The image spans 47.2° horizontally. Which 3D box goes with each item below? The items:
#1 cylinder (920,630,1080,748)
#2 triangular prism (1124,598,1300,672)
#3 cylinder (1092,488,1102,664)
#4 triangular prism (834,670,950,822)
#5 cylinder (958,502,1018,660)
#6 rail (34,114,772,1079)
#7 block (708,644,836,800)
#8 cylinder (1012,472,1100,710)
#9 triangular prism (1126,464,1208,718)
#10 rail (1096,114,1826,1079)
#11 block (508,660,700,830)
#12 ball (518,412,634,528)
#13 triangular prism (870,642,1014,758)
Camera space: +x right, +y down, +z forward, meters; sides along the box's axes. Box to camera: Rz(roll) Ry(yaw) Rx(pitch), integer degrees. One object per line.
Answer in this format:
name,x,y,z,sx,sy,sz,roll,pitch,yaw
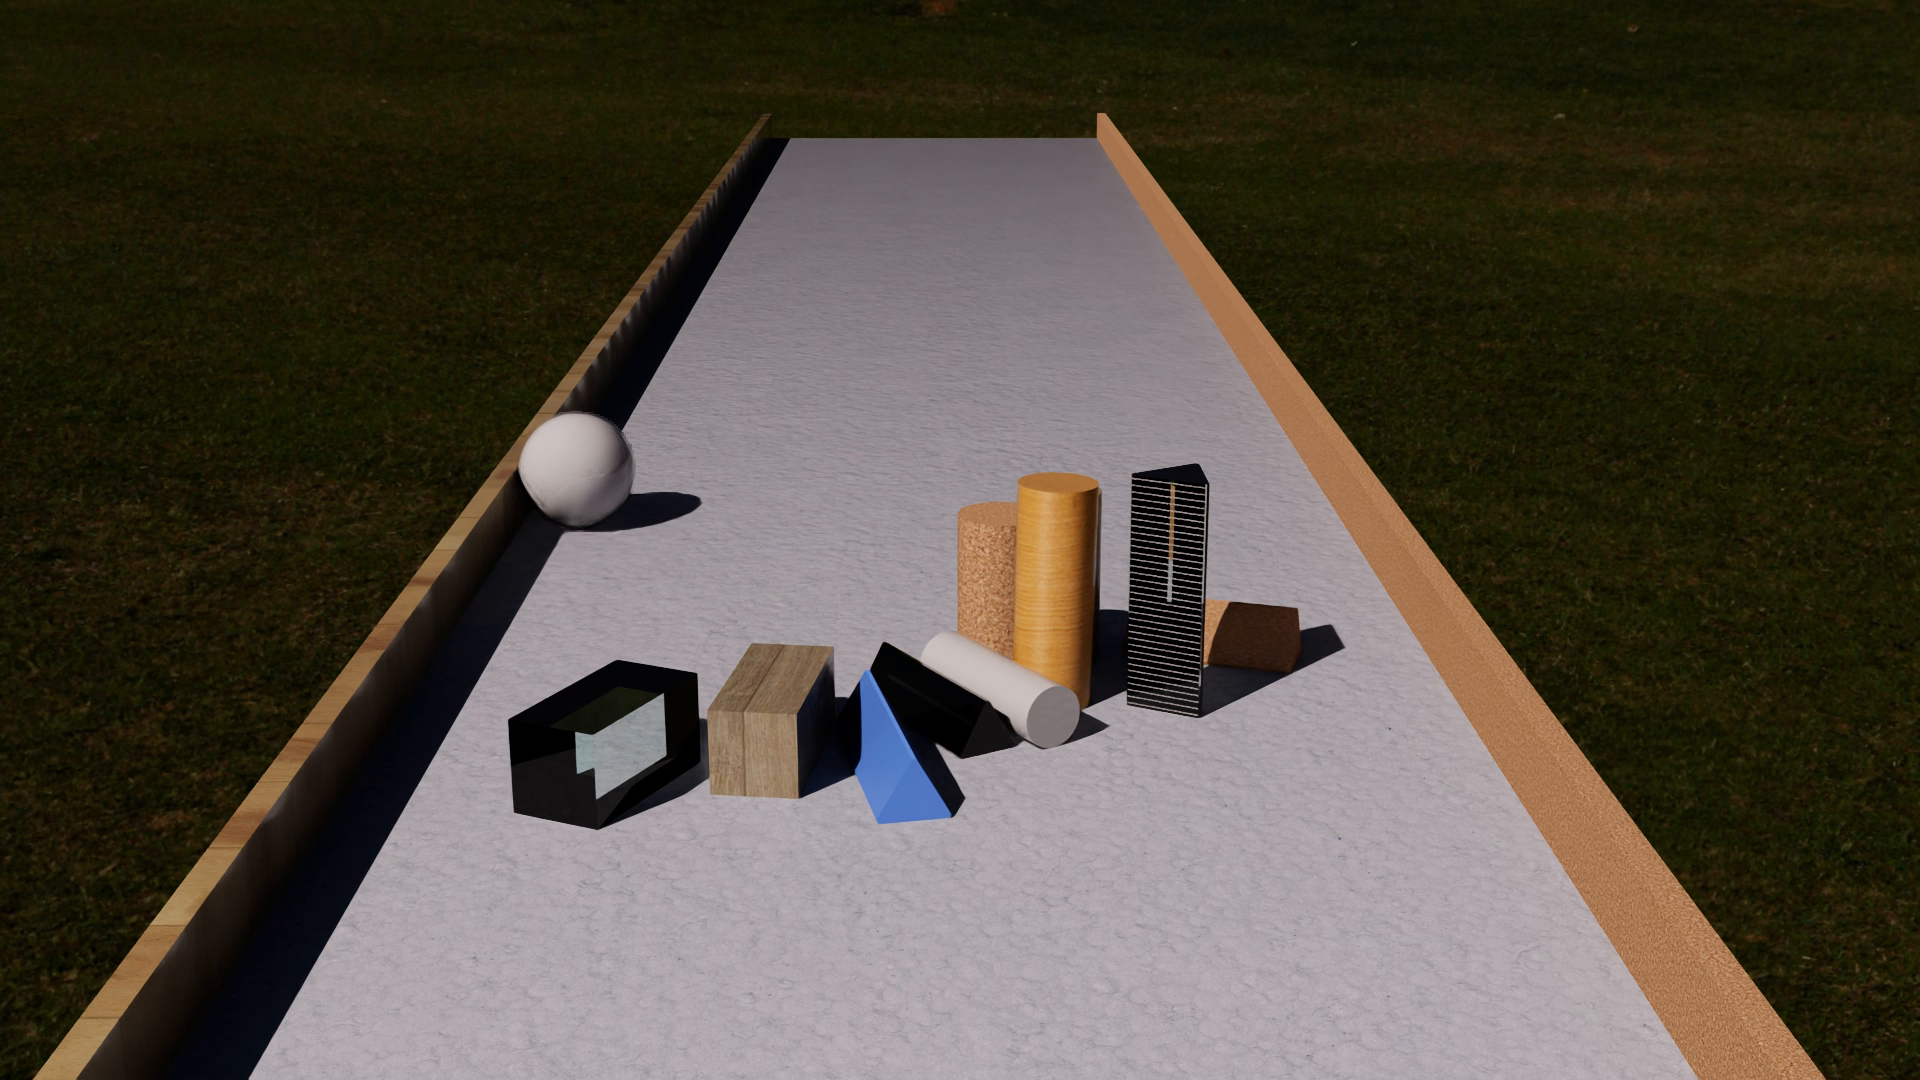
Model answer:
cylinder,0.070,0.275,4.096,0.118,0.118,0.361,-10,19,-31
triangular prism,0.510,0.175,4.428,0.337,0.114,0.132,6,17,18
cylinder,0.222,0.070,4.381,0.116,0.348,0.116,0,17,0
triangular prism,-0.123,0.351,3.845,0.125,0.108,0.443,-3,17,-12
cylinder,0.082,0.100,4.336,0.173,0.316,0.173,0,17,0
rail,-1.118,-0.838,7.780,0.050,0.150,12.000,0,17,-1
block,-0.329,0.315,3.896,0.154,0.154,0.348,2,17,7
cylinder,0.178,0.099,4.135,0.151,0.429,0.151,1,16,0
triangular prism,0.414,0.089,4.134,0.151,0.452,0.131,9,19,27
rail,0.932,-0.844,7.801,0.050,0.150,12.000,0,17,-1
block,-0.604,0.345,3.771,0.168,0.168,0.325,8,18,24
ball,-0.925,-0.169,5.309,0.277,0.277,0.277,0,17,0
triangular prism,-0.048,0.287,4.078,0.114,0.099,0.372,-10,19,-30
